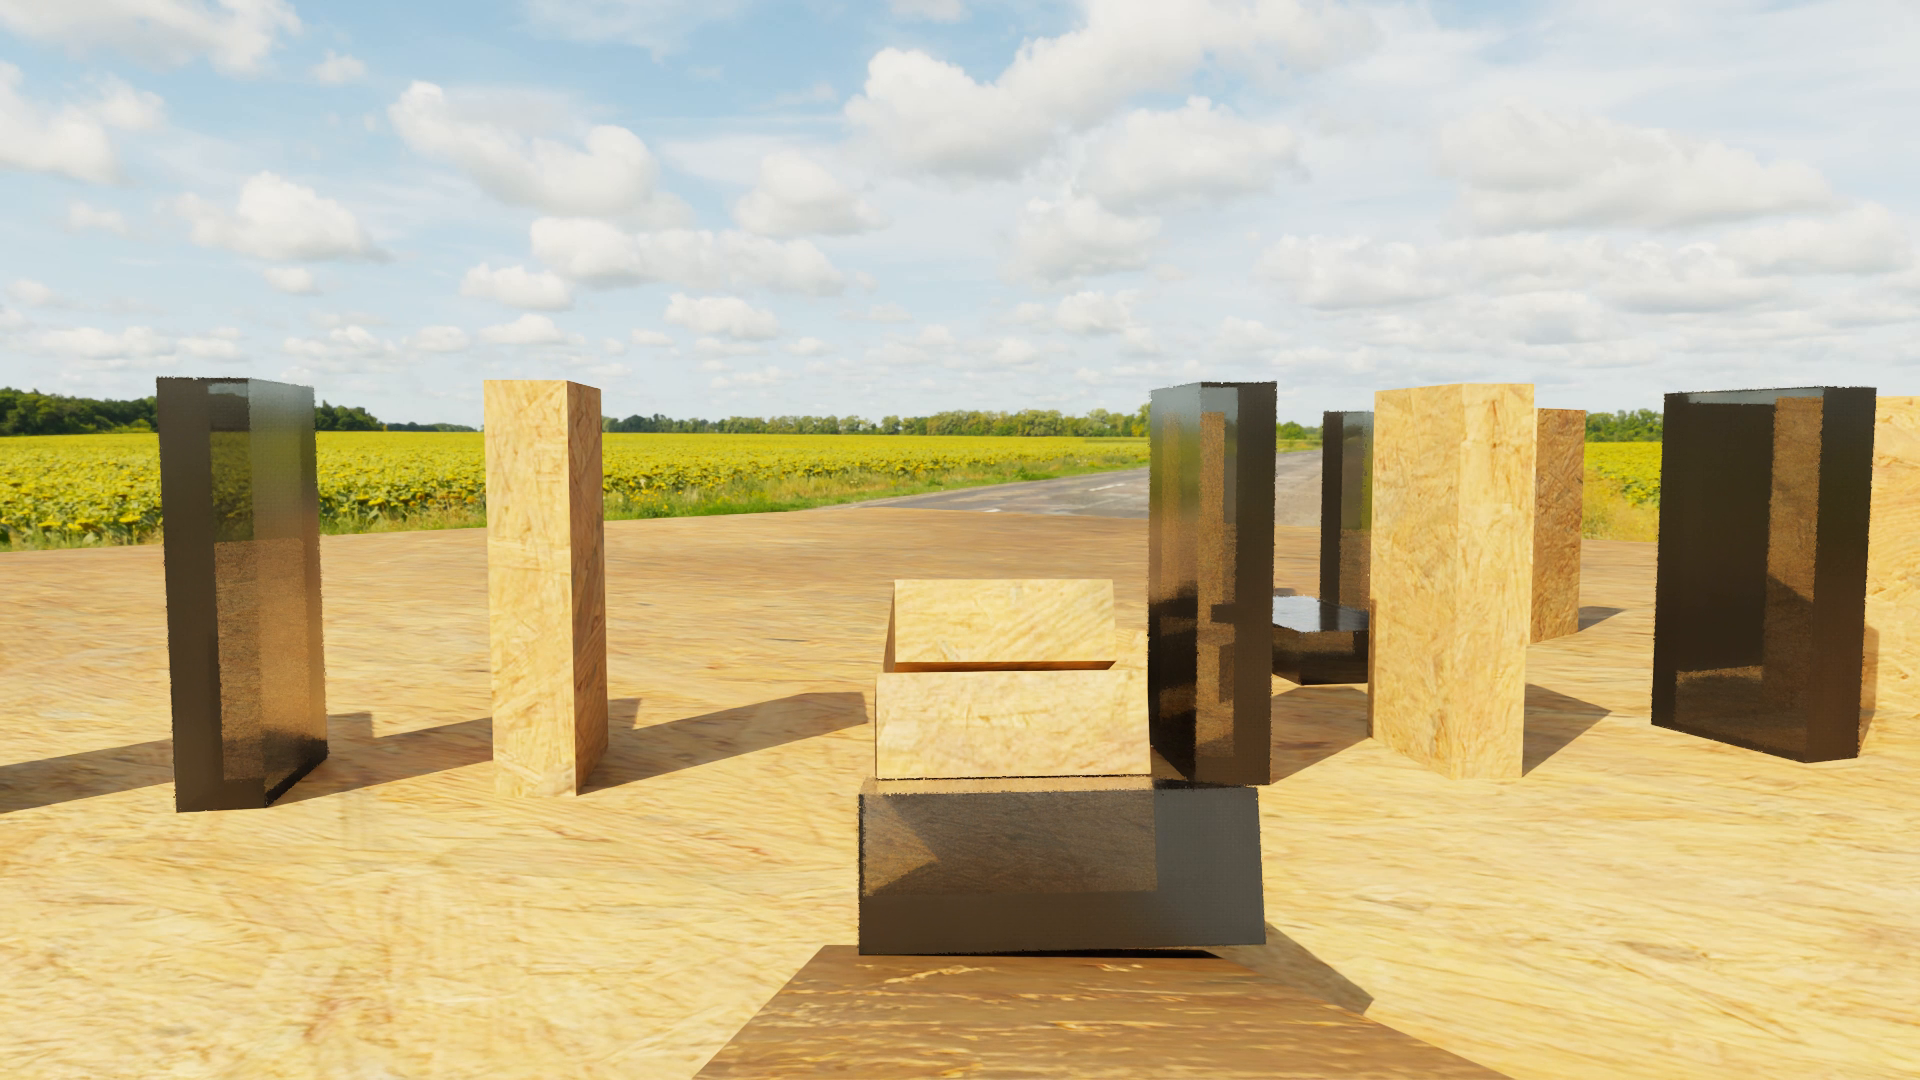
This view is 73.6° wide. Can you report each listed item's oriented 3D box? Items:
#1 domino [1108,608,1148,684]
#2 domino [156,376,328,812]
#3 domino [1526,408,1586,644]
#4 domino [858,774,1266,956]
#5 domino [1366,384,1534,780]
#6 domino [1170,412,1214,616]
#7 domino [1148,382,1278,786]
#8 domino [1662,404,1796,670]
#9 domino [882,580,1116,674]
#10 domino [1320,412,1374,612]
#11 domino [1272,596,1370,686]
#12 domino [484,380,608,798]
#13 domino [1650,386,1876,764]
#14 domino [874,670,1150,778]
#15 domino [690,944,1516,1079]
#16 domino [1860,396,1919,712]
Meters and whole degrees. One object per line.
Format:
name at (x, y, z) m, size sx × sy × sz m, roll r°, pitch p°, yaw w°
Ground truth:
domino at (0.030, 0.019, 0.245) m, size 0.050 × 0.010 × 0.025 m, roll 3°, pitch 5°, yaw 38°
domino at (-0.088, 0.006, 0.159) m, size 0.009 × 0.050 × 0.025 m, roll -1°, pitch 4°, yaw -11°
domino at (0.127, -0.004, 0.283) m, size 0.025 × 0.050 × 0.009 m, roll -4°, pitch 6°, yaw -43°
domino at (0.005, 0.024, 0.104) m, size 0.025 × 0.010 × 0.050 m, roll 0°, pitch -9°, yaw -4°
domino at (0.066, 0.005, 0.174) m, size 0.010 × 0.050 × 0.025 m, roll 0°, pitch 4°, yaw -7°
domino at (0.059, -0.007, 0.326) m, size 0.009 × 0.050 × 0.025 m, roll 1°, pitch 4°, yaw 11°
domino at (0.033, 0.005, 0.170) m, size 0.010 × 0.050 × 0.025 m, roll 0°, pitch 4°, yaw -6°
domino at (0.150, -0.001, 0.248) m, size 0.025 × 0.050 × 0.009 m, roll -2°, pitch 5°, yaw -22°
domino at (0.003, 0.016, 0.169) m, size 0.025 × 0.009 × 0.050 m, roll 0°, pitch -17°, yaw -5°
domino at (0.096, -0.006, 0.310) m, size 0.009 × 0.050 × 0.025 m, roll 3°, pitch 5°, yaw 34°
domino at (0.068, 0.019, 0.252) m, size 0.025 × 0.009 × 0.050 m, roll -1°, pitch 4°, yaw -11°
domino at (-0.053, 0.005, 0.165) m, size 0.010 × 0.050 × 0.025 m, roll 0°, pitch 4°, yaw -7°
domino at (0.113, 0.004, 0.182) m, size 0.009 × 0.050 × 0.025 m, roll -1°, pitch 5°, yaw -18°
domino at (0.003, 0.021, 0.142) m, size 0.025 × 0.010 × 0.050 m, roll 0°, pitch -10°, yaw -4°
domino at (0.004, 0.026, 0.059) m, size 0.025 × 0.010 × 0.050 m, roll 1°, pitch -13°, yaw -1°
domino at (0.150, 0.002, 0.208) m, size 0.025 × 0.050 × 0.010 m, roll 3°, pitch 5°, yaw 31°
